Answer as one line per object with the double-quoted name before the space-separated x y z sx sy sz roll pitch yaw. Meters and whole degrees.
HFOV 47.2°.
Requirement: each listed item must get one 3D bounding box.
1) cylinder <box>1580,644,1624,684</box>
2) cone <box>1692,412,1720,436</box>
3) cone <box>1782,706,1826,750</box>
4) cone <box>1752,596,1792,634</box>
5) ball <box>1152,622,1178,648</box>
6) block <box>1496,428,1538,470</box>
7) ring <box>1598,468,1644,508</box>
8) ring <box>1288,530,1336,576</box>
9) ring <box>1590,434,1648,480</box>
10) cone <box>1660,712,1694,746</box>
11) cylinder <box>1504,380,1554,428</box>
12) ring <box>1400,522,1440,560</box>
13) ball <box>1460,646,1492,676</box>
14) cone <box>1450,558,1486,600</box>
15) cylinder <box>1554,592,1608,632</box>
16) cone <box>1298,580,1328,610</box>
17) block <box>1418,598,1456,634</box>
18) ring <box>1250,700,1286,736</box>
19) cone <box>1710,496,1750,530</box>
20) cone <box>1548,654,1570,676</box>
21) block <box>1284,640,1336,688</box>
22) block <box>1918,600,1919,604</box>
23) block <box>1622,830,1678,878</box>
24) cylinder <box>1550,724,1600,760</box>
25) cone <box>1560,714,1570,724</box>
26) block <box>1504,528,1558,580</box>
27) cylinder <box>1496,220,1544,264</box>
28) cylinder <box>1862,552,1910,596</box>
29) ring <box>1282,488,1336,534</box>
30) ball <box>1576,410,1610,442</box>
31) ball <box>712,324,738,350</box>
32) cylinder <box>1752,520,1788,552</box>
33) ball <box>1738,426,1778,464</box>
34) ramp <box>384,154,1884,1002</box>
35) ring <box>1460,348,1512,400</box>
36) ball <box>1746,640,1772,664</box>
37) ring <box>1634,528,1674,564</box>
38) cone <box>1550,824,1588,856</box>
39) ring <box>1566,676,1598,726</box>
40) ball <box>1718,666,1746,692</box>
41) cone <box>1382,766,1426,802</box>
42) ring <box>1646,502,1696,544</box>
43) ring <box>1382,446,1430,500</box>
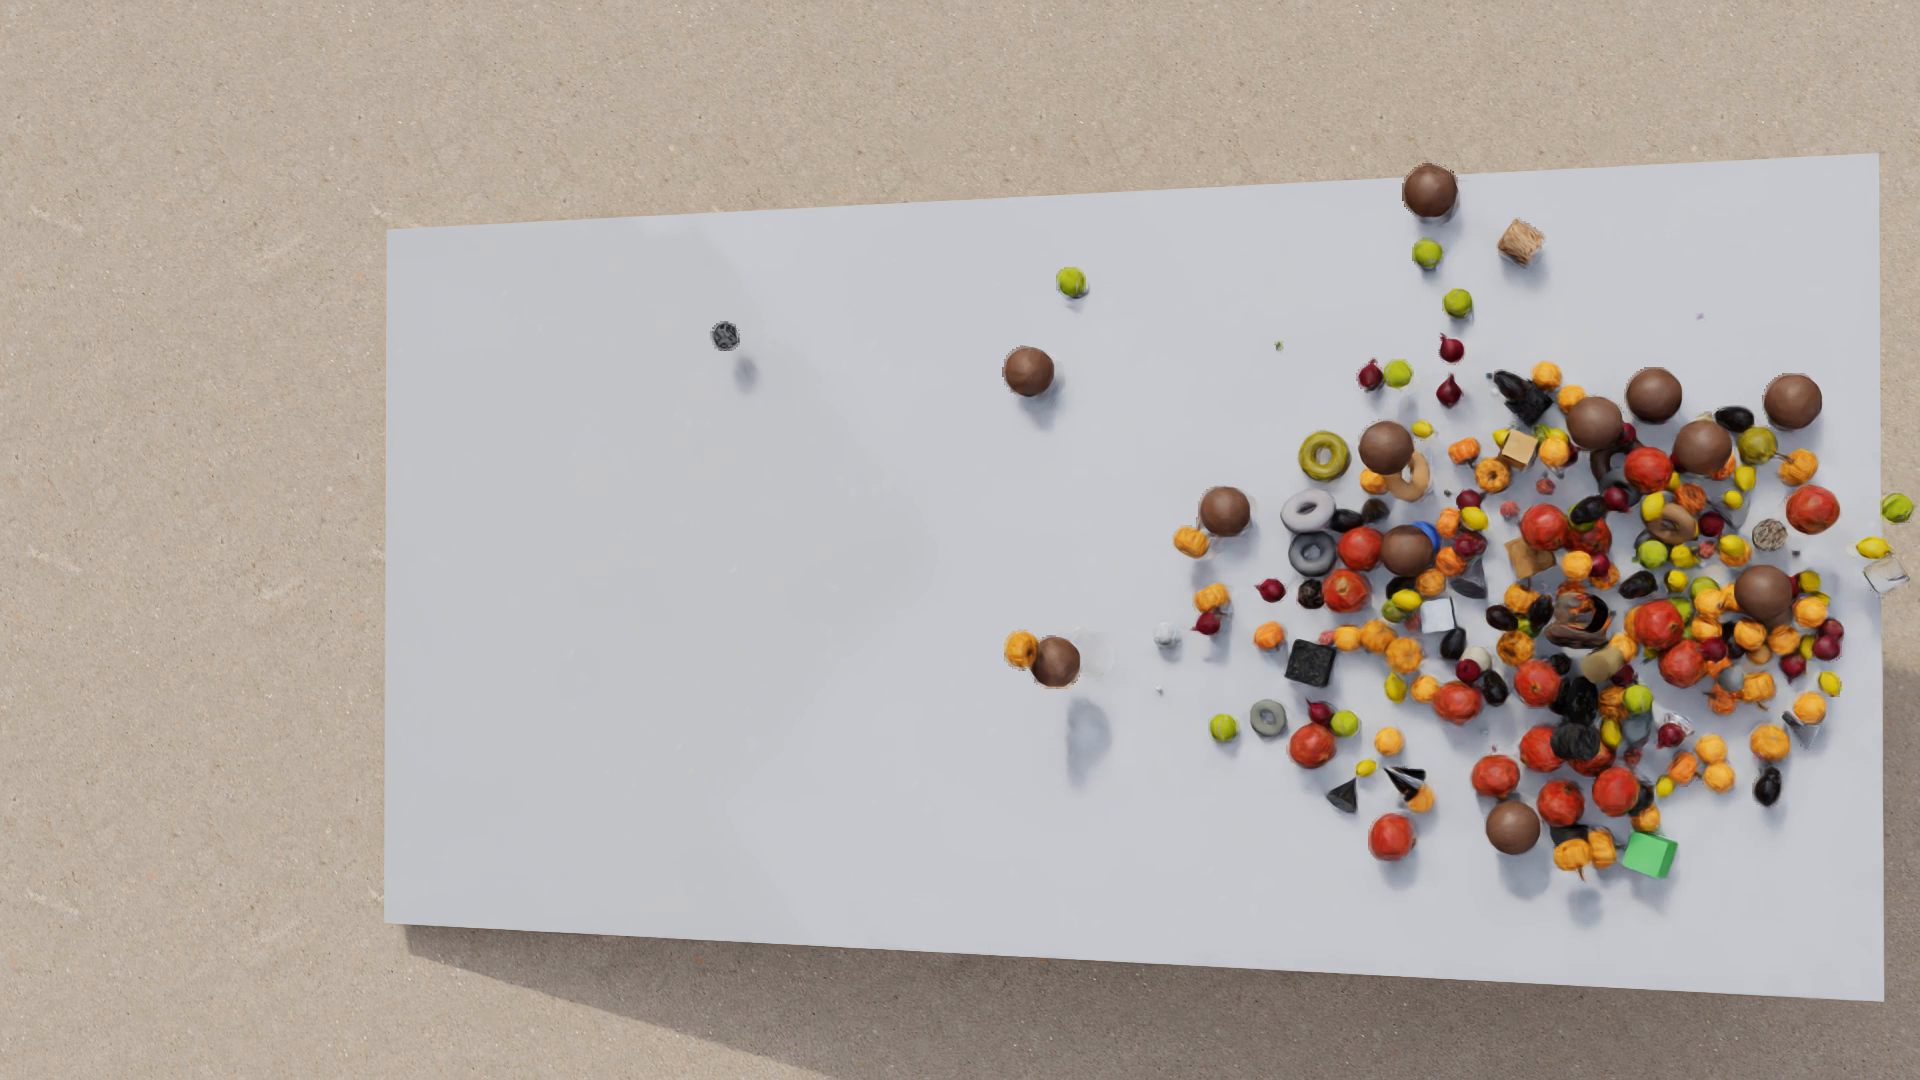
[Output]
"cylinder" 1.537 0.296 5.259 0.074 0.074 0.074 -24 89 -43
"cone" 1.795 -0.264 5.257 0.060 0.060 0.060 -14 125 -22
"cone" 2.003 0.457 5.207 0.095 0.095 0.095 -15 113 0
"cone" 1.926 0.178 5.208 0.094 0.094 0.094 0 89 17
"ball" 0.527 0.243 5.644 0.067 0.067 0.067 0 89 0
"block" 1.352 -0.219 5.339 0.068 0.068 0.068 25 81 7
"ring" 1.593 -0.125 5.301 0.109 0.109 0.036 40 46 1
"ring" 0.889 0.033 5.547 0.122 0.041 0.122 -3 82 19
"ring" 1.600 -0.191 5.338 0.137 0.046 0.137 0 90 17
"cone" 1.701 0.468 5.266 0.078 0.078 0.078 -38 89 -25
"cylinder" 1.392 -0.335 5.382 0.083 0.083 0.083 44 94 1
"ring" 1.147 0.002 5.477 0.097 0.032 0.097 0 90 20
"ball" 1.270 0.298 5.414 0.076 0.076 0.076 0 89 0
"cone" 1.272 0.083 5.434 0.092 0.092 0.092 27 70 0
"cylinder" 1.425 0.165 5.046 0.085 0.085 0.085 -2 96 -21
"cone" 0.881 0.138 5.533 0.076 0.076 0.076 0 89 17
"block" 1.182 0.187 5.441 0.077 0.077 0.077 -9 87 16
"ring" 0.781 0.451 5.576 0.097 0.032 0.097 5 101 25
"cone" 1.832 -0.074 5.270 0.082 0.082 0.082 19 89 43
"cone" 1.444 0.299 5.309 0.053 0.053 0.053 -3 82 21
"block" 0.880 0.310 5.521 0.097 0.097 0.097 16 94 16
"block" 2.307 0.132 5.123 0.082 0.082 0.082 -13 46 -28
"block" 1.655 0.753 5.273 0.087 0.087 0.087 19 95 34
"cylinder" 1.450 0.476 5.180 0.080 0.080 0.080 1 89 -31
"cone" 1.496 0.456 5.346 0.067 0.067 0.067 0 92 14
"block" 1.394 0.035 5.370 0.096 0.096 0.096 -24 82 15
"cylinder" 1.370 -0.729 5.379 0.082 0.082 0.082 34 89 3
"cylinder" 2.140 0.079 5.084 0.076 0.076 0.076 -35 89 22
"ring" 0.874 -0.072 5.518 0.141 0.141 0.047 -29 126 0
"ball" 1.538 -0.275 5.340 0.078 0.078 0.078 0 89 0
"ball" -0.632 -0.550 5.934 0.070 0.070 0.070 0 89 0
"cylinder" 1.922 -0.011 5.222 0.075 0.075 0.075 0 89 17
"ball" 1.895 -0.225 5.225 0.091 0.091 0.091 0 89 0
"ramp" 0.272 0.095 5.810 4.000 0.100 2.000 0 89 17
"ring" 1.303 -0.409 5.439 0.128 0.043 0.128 0 90 6
"ball" 1.901 0.267 5.232 0.060 0.060 0.060 0 89 0
"ring" 1.678 0.015 5.312 0.093 0.031 0.093 -4 78 17
"cone" 1.497 0.714 5.359 0.083 0.083 0.083 -23 89 -11
"ring" 1.497 0.391 5.294 0.044 0.131 0.131 2 89 37
"ball" 1.816 0.328 5.179 0.062 0.062 0.062 0 89 0
"cone" 1.082 0.581 5.420 0.097 0.097 0.097 31 89 -1
"ring" 1.695 -0.039 5.246 0.121 0.121 0.040 38 56 1
"ring" 1.096 -0.163 5.398 0.134 0.045 0.134 4 82 -27
